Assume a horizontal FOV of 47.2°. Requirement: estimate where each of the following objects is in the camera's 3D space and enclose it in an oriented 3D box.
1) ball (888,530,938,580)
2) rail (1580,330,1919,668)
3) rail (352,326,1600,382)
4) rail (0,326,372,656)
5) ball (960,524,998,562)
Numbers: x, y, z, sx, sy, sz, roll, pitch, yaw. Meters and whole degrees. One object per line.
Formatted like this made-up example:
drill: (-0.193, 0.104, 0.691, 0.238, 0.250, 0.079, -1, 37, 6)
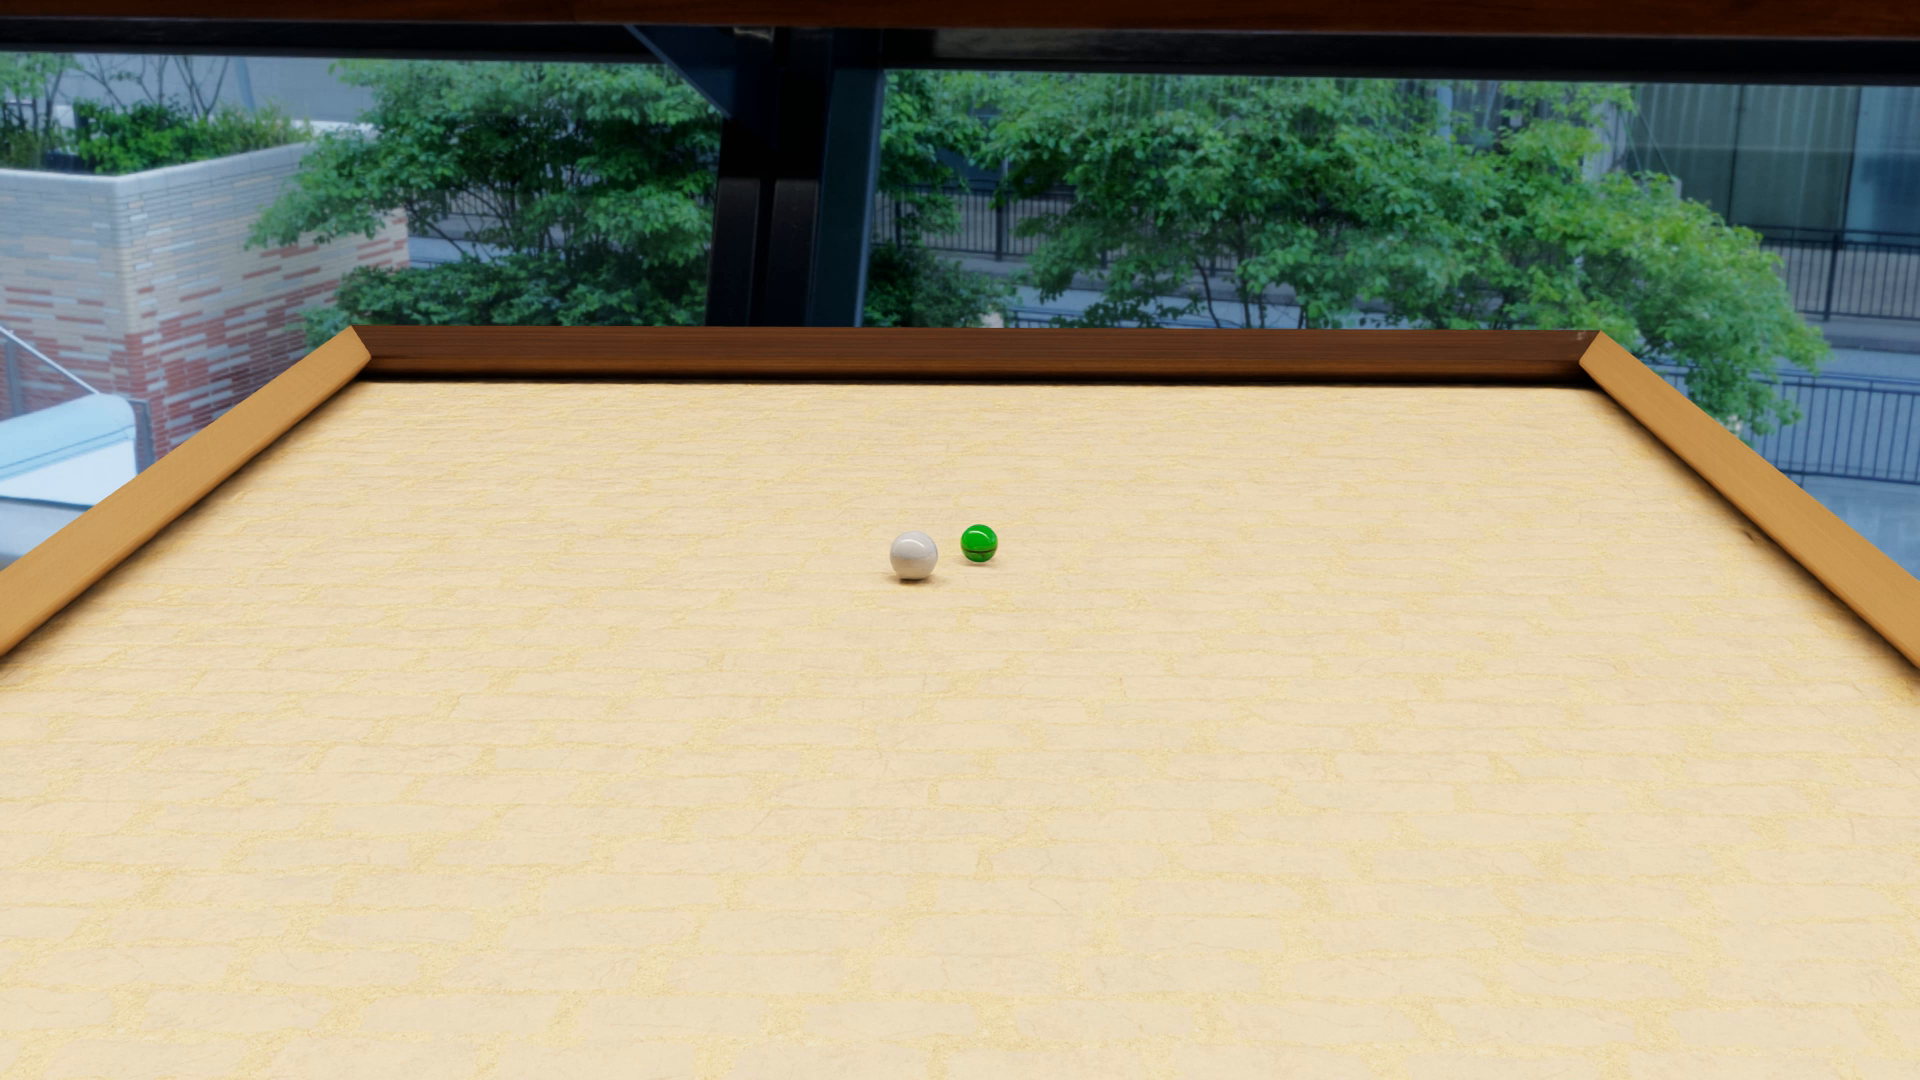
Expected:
ball: (-0.057, 0.019, 2.708, 0.061, 0.061, 0.061, 0, 17, 0)
rail: (1.018, 0.288, 1.784, 0.045, 0.091, 4.065, 0, 17, 1)
rail: (0.020, -0.310, 3.723, 2.126, 0.091, 0.045, 0, 17, 1)
rail: (-1.060, 0.275, 1.824, 0.045, 0.091, 4.065, 0, 17, 1)
ball: (0.024, 0.004, 2.777, 0.049, 0.049, 0.049, 0, 17, 0)
